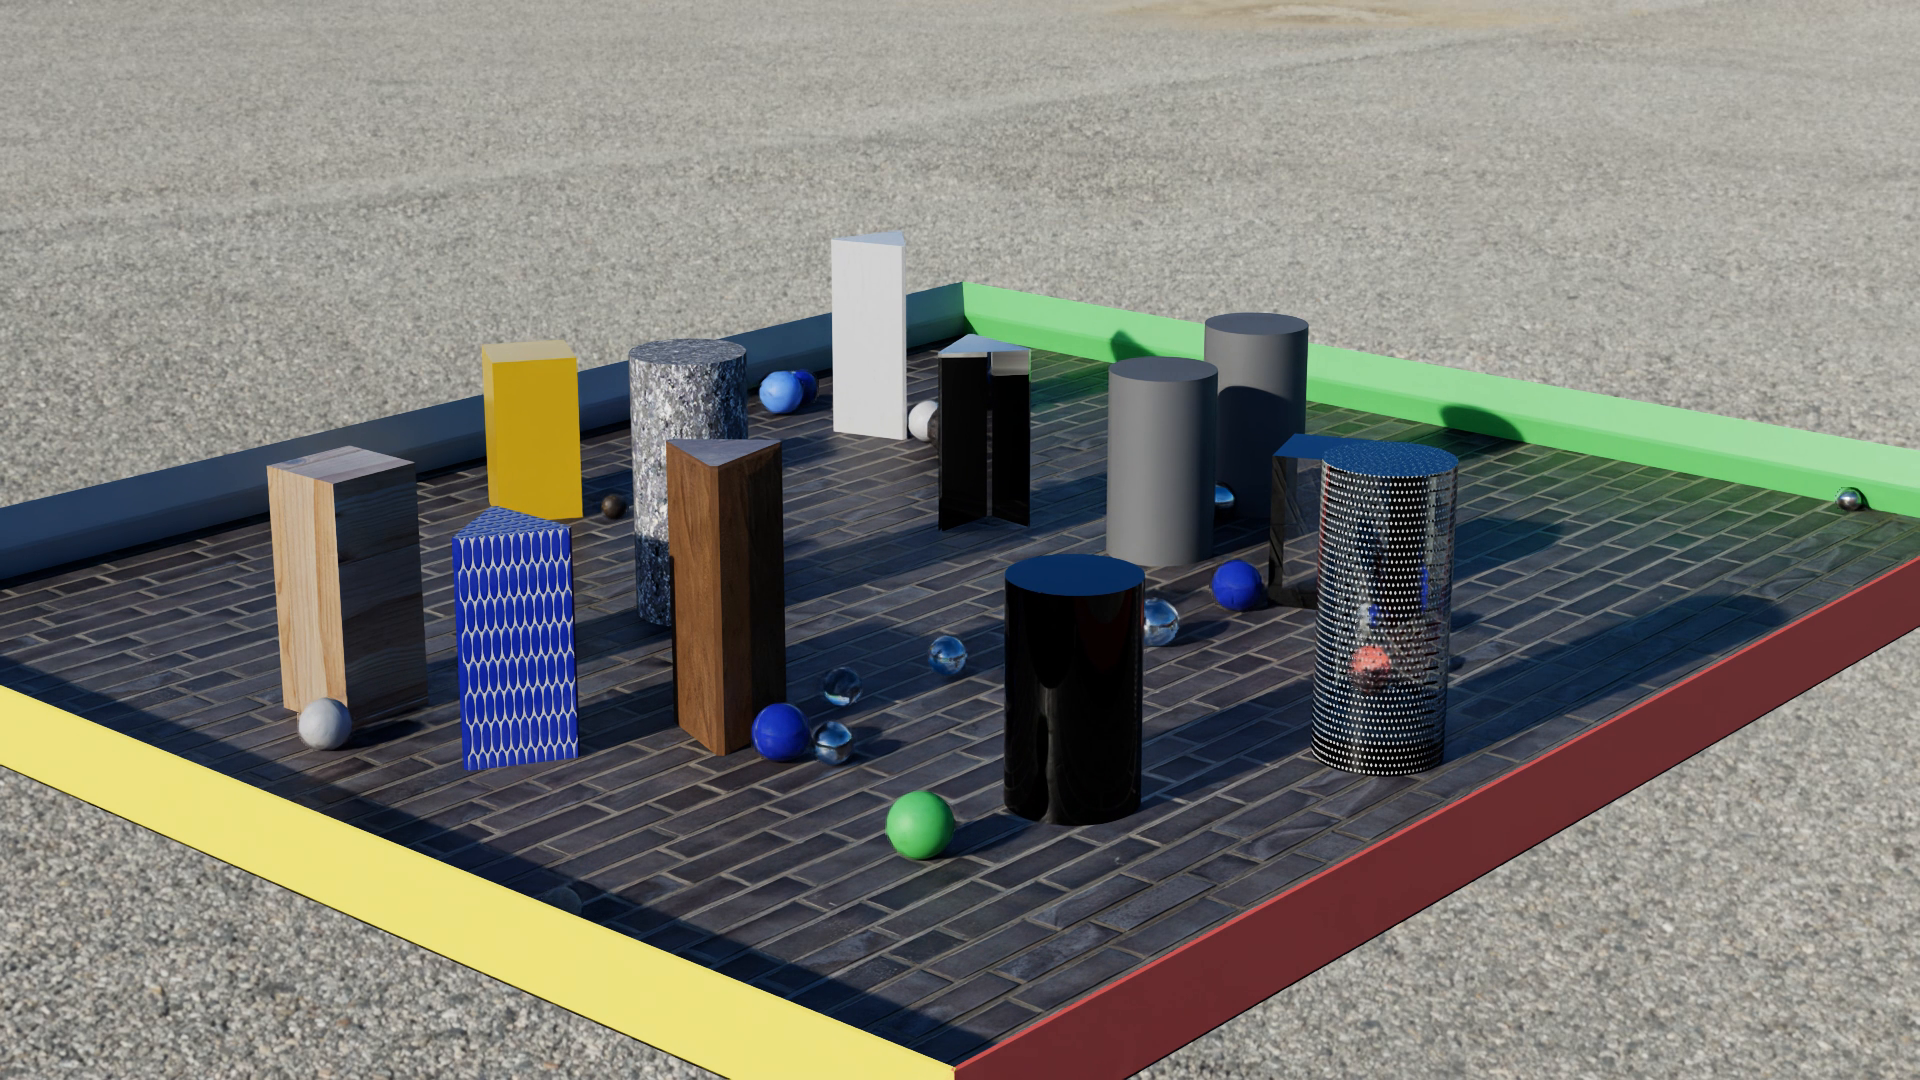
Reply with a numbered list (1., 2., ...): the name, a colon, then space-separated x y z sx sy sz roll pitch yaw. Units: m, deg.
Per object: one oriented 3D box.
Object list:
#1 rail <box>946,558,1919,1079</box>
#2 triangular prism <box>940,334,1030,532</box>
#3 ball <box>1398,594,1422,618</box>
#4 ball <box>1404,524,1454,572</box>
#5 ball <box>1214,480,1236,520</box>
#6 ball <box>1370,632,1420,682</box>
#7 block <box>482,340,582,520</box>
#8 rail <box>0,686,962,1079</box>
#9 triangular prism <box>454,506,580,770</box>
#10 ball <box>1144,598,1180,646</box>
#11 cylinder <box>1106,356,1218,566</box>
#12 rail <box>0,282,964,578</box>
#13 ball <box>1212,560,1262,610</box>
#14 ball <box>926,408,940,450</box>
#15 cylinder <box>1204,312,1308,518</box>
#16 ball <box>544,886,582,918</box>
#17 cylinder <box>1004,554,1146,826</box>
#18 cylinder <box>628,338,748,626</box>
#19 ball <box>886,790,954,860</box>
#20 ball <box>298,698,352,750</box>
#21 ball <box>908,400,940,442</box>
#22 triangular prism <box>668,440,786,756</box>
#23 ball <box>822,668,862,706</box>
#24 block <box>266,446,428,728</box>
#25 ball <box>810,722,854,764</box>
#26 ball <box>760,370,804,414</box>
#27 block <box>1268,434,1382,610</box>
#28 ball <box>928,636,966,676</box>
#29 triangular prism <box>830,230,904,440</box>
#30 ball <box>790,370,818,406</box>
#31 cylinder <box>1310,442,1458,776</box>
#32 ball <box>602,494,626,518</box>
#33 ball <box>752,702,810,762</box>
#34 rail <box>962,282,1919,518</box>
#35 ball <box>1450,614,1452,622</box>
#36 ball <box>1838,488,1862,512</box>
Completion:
1. rail: 0.999 0.282 4.290 0.045 0.128 3.120 14 22 39
2. triangular prism: 0.033 -0.204 5.533 0.171 0.345 0.148 -3 17 -10
3. ball: 0.770 0.112 5.008 0.042 0.042 0.042 0 17 0
4. ball: 0.839 0.014 5.253 0.088 0.088 0.088 0 17 0
5. ball: 0.486 -0.076 5.571 0.077 0.077 0.077 0 17 0
6. ball: 0.696 0.189 4.689 0.080 0.080 0.080 0 17 0
7. block: -0.818 -0.209 5.604 0.158 0.312 0.158 -5 17 -15
8. rail: -1.007 0.367 4.009 2.692 0.128 0.045 14 22 39
9. triangular prism: -0.673 0.140 4.369 0.171 0.357 0.148 -6 18 -18
10. ball: 0.324 0.137 4.860 0.080 0.080 0.080 0 17 0
11. cylinder: 0.367 -0.145 5.339 0.198 0.343 0.198 0 17 0
12. rail: -0.999 -0.218 5.950 0.045 0.128 3.120 14 22 39
13. ball: 0.476 0.078 5.041 0.088 0.088 0.088 0 17 0
14. ball: -0.019 -0.228 6.039 0.099 0.099 0.099 0 17 0
15. cylinder: 0.565 -0.242 5.638 0.198 0.356 0.198 0 17 0
16. ball: -0.515 0.474 3.794 0.049 0.049 0.049 0 17 0
17. cylinder: 0.161 0.211 4.165 0.198 0.340 0.198 0 17 0
18. cylinder: -0.458 -0.099 4.991 0.198 0.455 0.198 0 17 0
19. ball: -0.053 0.389 4.001 0.093 0.093 0.093 0 17 0
20. ball: -0.952 0.276 4.399 0.079 0.079 0.079 0 17 0
21. ball: -0.064 -0.247 6.122 0.087 0.087 0.087 0 17 0
22. triangular prism: -0.376 0.076 4.424 0.148 0.449 0.171 10 19 30
23. ball: -0.184 0.230 4.583 0.061 0.061 0.061 0 17 0
24. block: -0.946 0.071 4.538 0.158 0.391 0.158 14 21 38
25. ball: -0.189 0.301 4.343 0.063 0.063 0.063 0 17 0
26. ball: -0.387 -0.319 6.348 0.094 0.094 0.094 0 17 0
27. block: 0.635 -0.030 5.087 0.158 0.268 0.158 6 18 19
28. ball: -0.021 0.187 4.724 0.063 0.063 0.063 0 17 0
29. triangular prism: -0.160 -0.438 6.191 0.171 0.412 0.148 8 19 25
30. ball: -0.350 -0.333 6.425 0.077 0.077 0.077 0 17 0
31. cylinder: 0.625 0.100 4.329 0.198 0.457 0.198 0 17 0
32. ball: -0.659 -0.065 5.583 0.048 0.048 0.048 0 17 0
33. ball: -0.265 0.285 4.354 0.088 0.088 0.088 0 17 0
34. rail: 1.007 -0.303 6.231 2.692 0.128 0.045 14 22 39
35. ball: 0.796 0.125 4.929 0.063 0.063 0.063 0 17 0
36. ball: 1.709 -0.077 5.633 0.044 0.044 0.044 0 17 0
